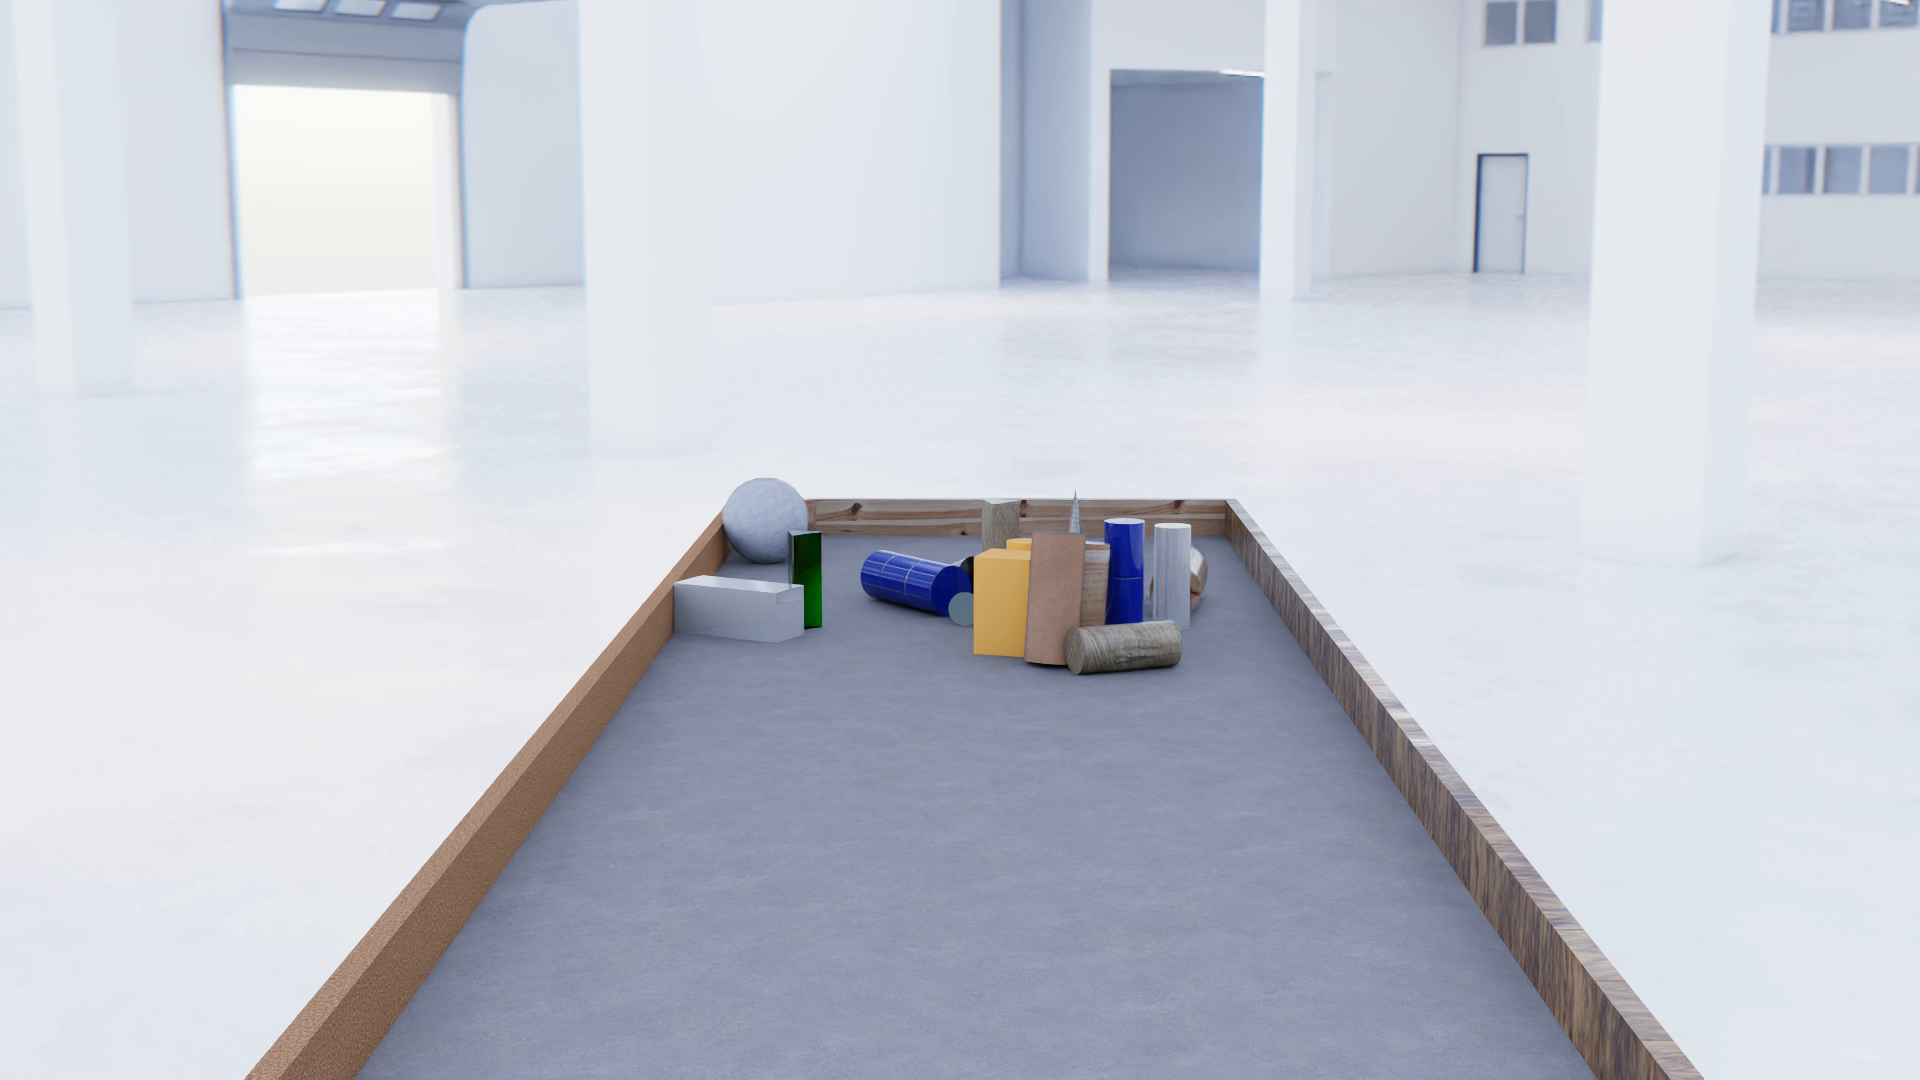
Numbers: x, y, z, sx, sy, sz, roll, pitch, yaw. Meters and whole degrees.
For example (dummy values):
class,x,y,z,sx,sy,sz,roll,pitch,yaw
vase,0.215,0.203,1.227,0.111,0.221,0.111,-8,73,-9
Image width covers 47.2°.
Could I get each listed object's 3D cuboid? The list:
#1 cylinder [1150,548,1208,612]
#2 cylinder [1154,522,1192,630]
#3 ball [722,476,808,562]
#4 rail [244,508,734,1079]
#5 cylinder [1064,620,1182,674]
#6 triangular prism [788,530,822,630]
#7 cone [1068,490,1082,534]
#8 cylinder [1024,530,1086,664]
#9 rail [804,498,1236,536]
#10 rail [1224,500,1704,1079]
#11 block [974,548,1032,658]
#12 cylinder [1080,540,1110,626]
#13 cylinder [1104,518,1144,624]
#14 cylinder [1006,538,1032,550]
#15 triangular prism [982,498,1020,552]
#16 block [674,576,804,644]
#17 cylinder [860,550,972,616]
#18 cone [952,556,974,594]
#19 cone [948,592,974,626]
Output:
class,x,y,z,sx,sy,sz,roll,pitch,yaw
cylinder,0.754,0.139,7.569,0.176,0.176,0.402,1,9,9
cylinder,0.692,0.120,7.176,0.119,0.337,0.119,0,9,0
ball,-0.746,-0.078,8.448,0.330,0.330,0.330,0,9,0
rail,-1.004,0.839,3.234,0.050,0.150,12.000,0,9,1
cylinder,0.487,0.318,6.556,0.320,0.139,0.139,-3,10,-21
triangular prism,-0.529,0.129,7.191,0.116,0.315,0.101,-8,12,-41
cone,0.377,0.055,7.207,0.138,0.456,0.138,0,9,0
cylinder,0.286,0.172,6.628,0.163,0.388,0.163,4,3,0
rail,0.099,-0.098,9.147,2.100,0.150,0.050,0,9,1
rail,1.046,0.843,3.208,0.050,0.150,12.000,0,9,1
block,0.155,0.193,6.824,0.178,0.303,0.178,3,9,18
cylinder,0.374,0.176,6.759,0.153,0.340,0.153,4,4,0
cylinder,0.515,0.134,6.913,0.126,0.392,0.126,0,9,0
cylinder,0.201,0.162,6.957,0.109,0.322,0.109,0,9,0
triangular prism,0.113,0.074,7.233,0.108,0.411,0.125,9,12,44
block,-0.714,0.221,7.102,0.395,0.161,0.161,5,10,28
cylinder,-0.154,0.146,7.540,0.172,0.172,0.409,-7,11,-37
cone,-0.093,0.151,7.799,0.161,0.161,0.431,-8,1,-42
cone,0.046,0.226,7.410,0.111,0.111,0.363,1,0,9
